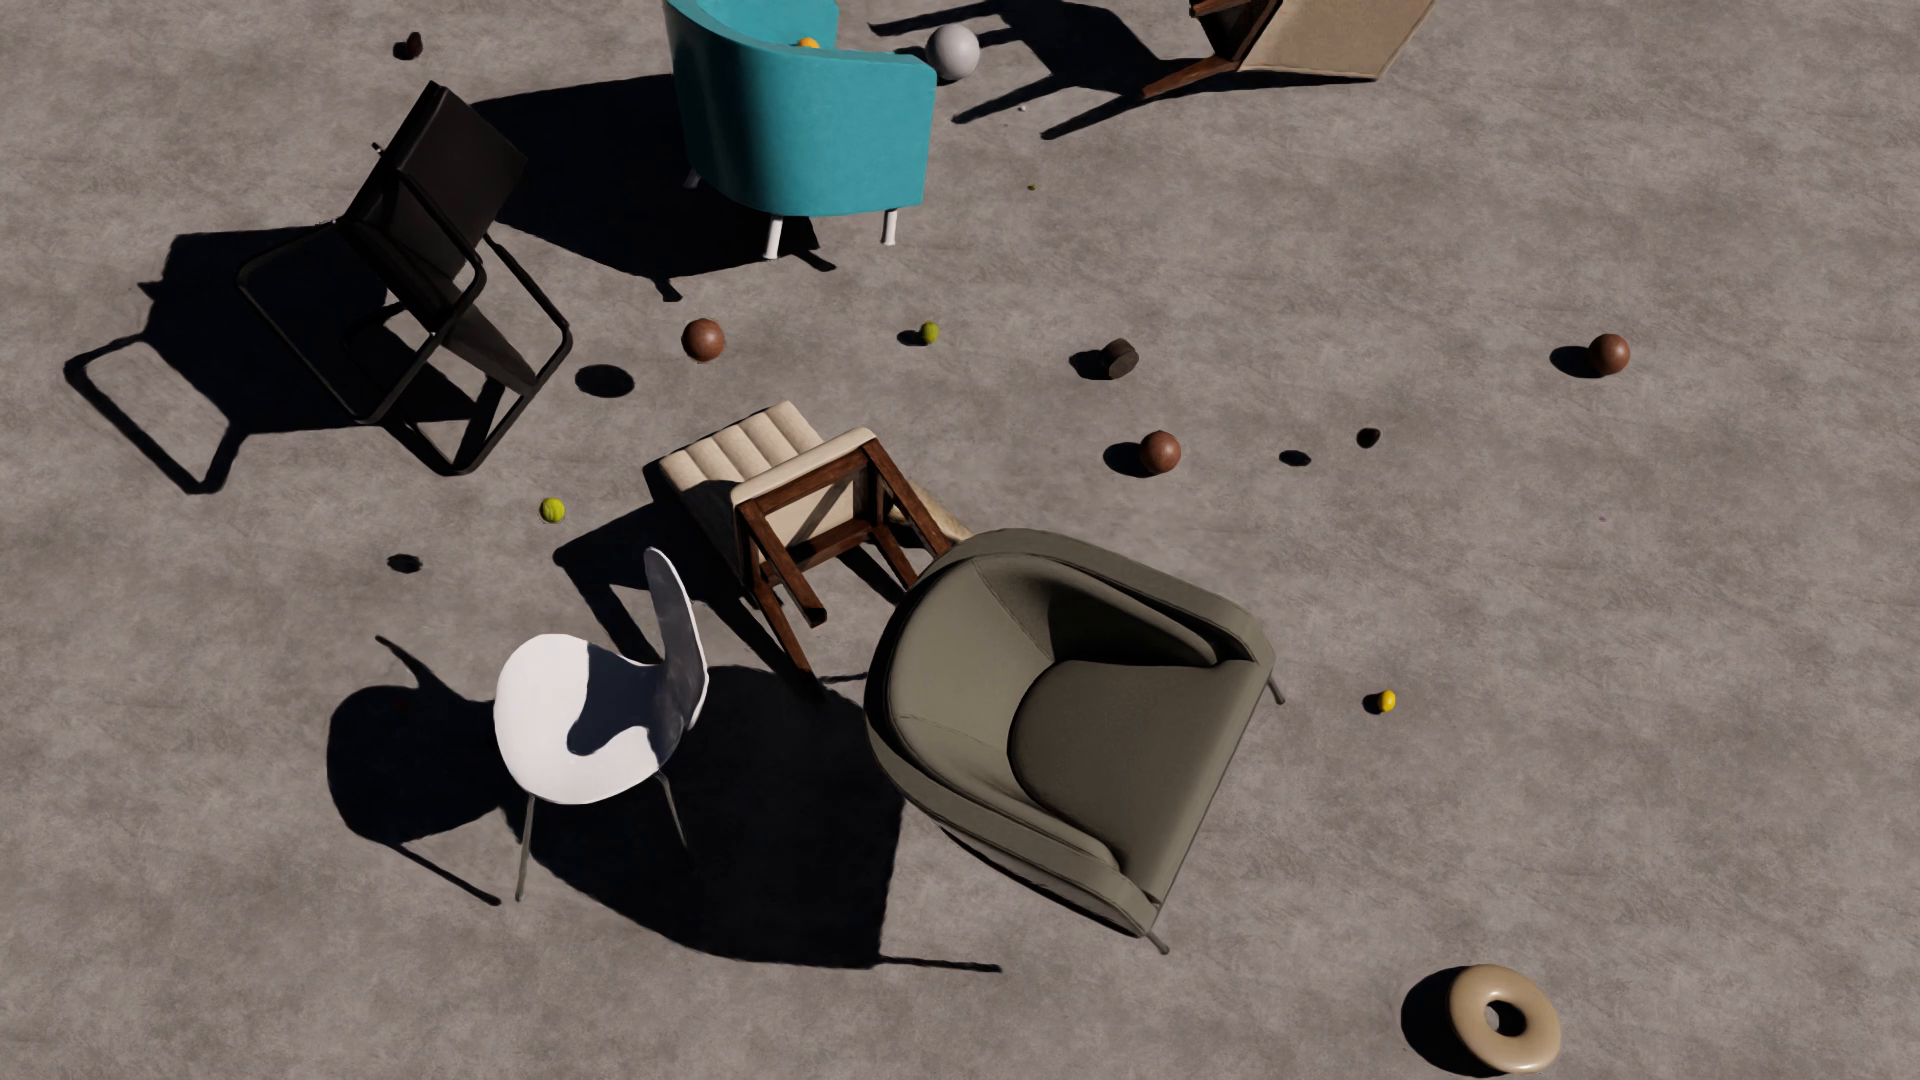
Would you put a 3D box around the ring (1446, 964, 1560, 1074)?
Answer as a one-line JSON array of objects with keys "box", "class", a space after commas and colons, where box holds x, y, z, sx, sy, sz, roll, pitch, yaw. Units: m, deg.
[{"box": [1.404, 1.236, 5.679, 0.315, 0.045, 0.322, 2, 48, -16], "class": "ring"}]

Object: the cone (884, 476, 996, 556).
[{"box": [-0.035, -0.037, 6.530, 0.351, 0.131, 0.315, 30, 15, -3], "class": "cone"}]

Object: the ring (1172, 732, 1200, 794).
[{"box": [0.623, 0.615, 6.066, 0.057, 0.176, 0.156, 4, 24, 16], "class": "ring"}]

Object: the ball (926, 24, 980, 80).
[{"box": [-0.025, -1.684, 7.589, 0.191, 0.191, 0.191, 0, 56, 0], "class": "ball"}]
